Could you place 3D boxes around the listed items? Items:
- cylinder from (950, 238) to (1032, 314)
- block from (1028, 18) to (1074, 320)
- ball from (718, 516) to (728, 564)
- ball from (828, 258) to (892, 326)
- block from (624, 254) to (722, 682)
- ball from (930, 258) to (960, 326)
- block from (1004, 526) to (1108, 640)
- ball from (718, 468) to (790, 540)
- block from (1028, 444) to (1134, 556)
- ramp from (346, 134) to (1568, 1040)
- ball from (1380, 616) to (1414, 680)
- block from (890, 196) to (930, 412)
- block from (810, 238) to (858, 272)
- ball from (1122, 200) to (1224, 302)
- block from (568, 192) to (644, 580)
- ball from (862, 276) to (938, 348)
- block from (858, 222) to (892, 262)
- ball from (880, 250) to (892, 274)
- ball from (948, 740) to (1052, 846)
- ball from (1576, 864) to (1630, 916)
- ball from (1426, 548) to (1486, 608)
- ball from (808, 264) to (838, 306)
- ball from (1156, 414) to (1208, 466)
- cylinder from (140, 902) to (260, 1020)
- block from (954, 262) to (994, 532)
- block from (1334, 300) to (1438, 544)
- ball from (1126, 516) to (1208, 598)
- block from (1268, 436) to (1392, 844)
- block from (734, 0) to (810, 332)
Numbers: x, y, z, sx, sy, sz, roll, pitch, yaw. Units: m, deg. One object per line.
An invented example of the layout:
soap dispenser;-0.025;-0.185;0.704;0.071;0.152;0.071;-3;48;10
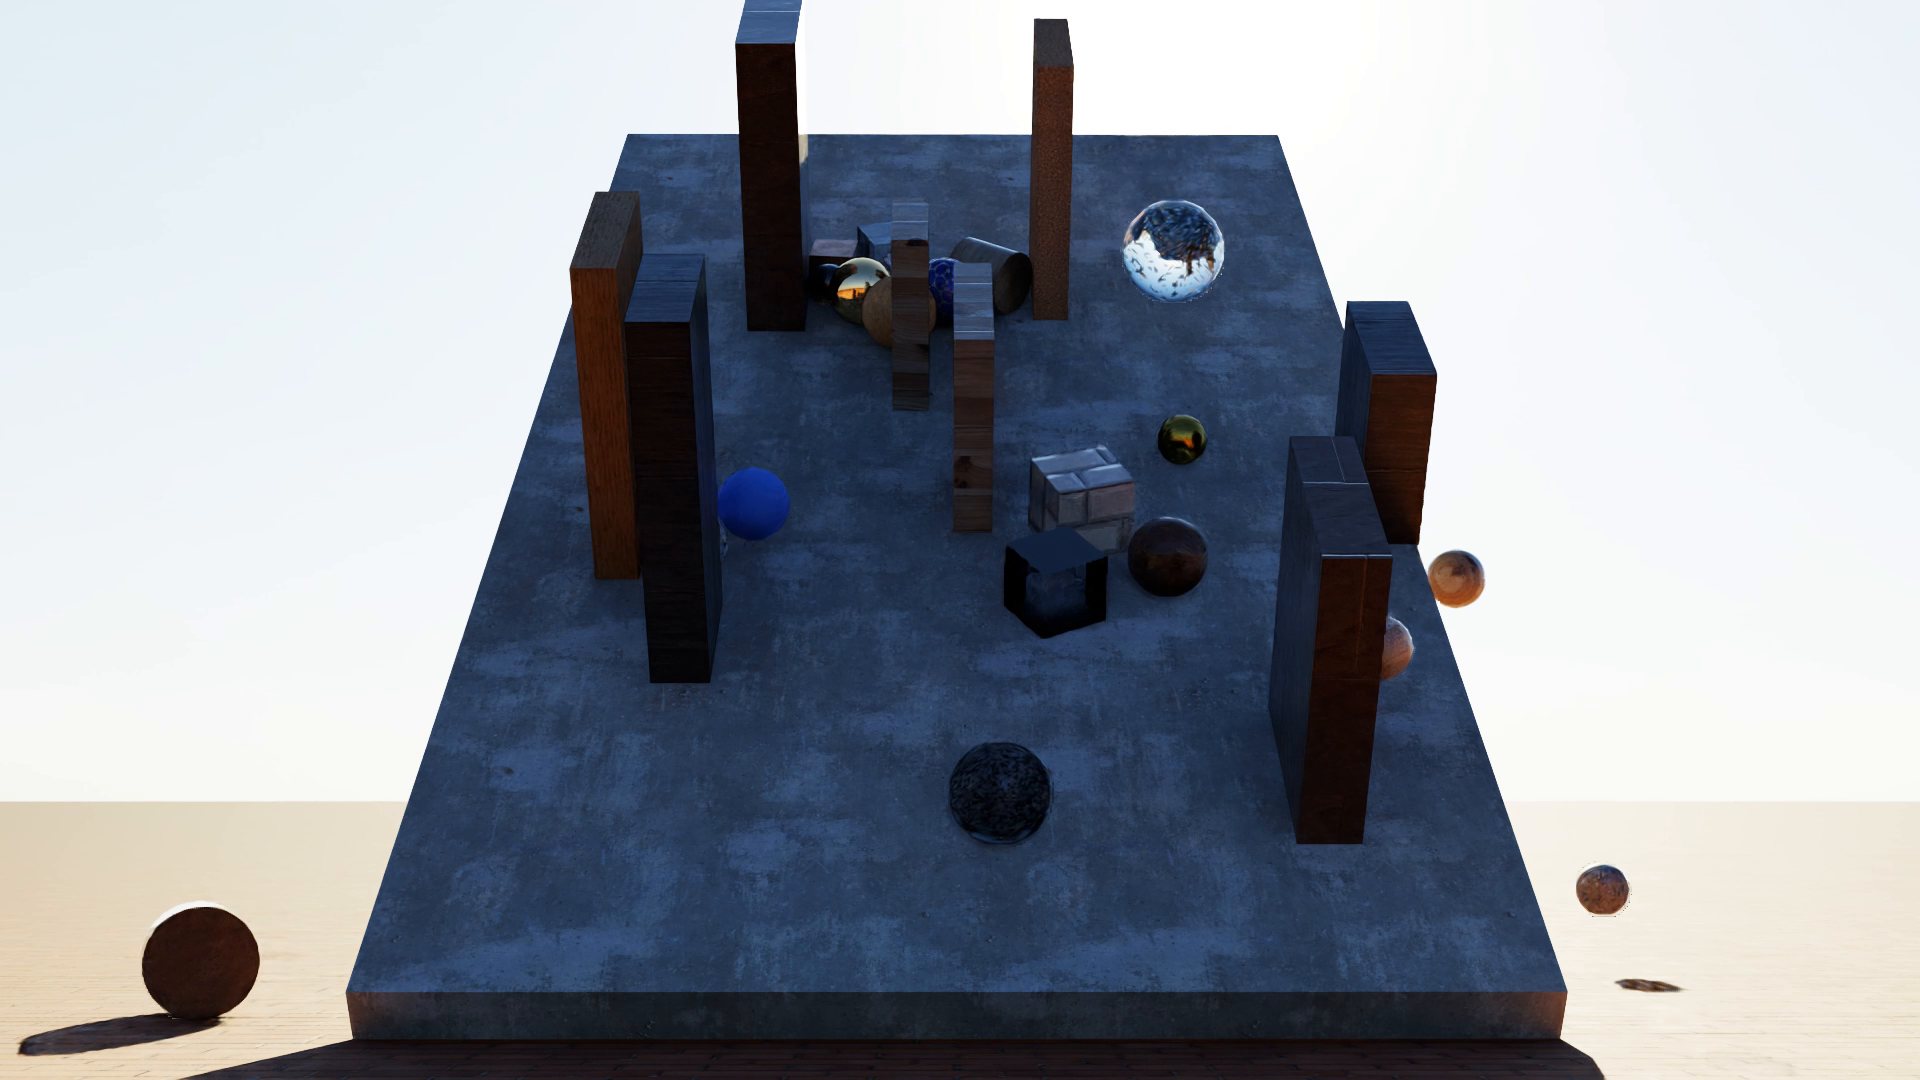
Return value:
cylinder;0.075;-0.689;6.277;0.162;0.162;0.162;22;7;32
block;0.234;-0.957;6.228;0.089;0.678;0.385;0;30;0
ball;-0.576;0.003;5.046;0.180;0.180;0.180;0;-6;0
ball;-0.250;-0.636;6.173;0.173;0.173;0.173;0;-6;0
block;-0.549;-0.134;4.684;0.118;0.778;0.312;0;30;0
ball;-0.041;-0.634;6.167;0.175;0.175;0.175;0;-6;0
block;0.195;0.085;4.937;0.151;0.151;0.151;-16;33;-26
ball;-0.439;-0.076;5.119;0.155;0.155;0.155;0;-6;0
block;0.260;-0.078;5.201;0.172;0.172;0.172;-10;31;-17
ramp;-0.013;-0.211;5.706;2.000;0.100;4.000;0;30;0
ball;0.804;0.206;4.616;0.123;0.123;0.123;0;-6;0
block;-0.117;-0.566;5.780;0.086;0.441;0.264;0;30;0
block;-0.332;-0.720;6.377;0.113;0.113;0.113;3;30;5
ball;0.408;-0.554;4.614;0.193;0.193;0.193;0;-6;0
block;-0.723;-0.327;5.088;0.092;0.710;0.408;0;30;0
ball;-0.152;-0.570;6.038;0.189;0.189;0.189;0;-6;0
block;-0.183;-0.753;6.410;0.140;0.140;0.140;-10;31;-18
ball;-0.143;-0.688;6.284;0.154;0.154;0.154;0;-6;0
ball;0.071;0.448;4.269;0.185;0.185;0.185;0;-6;0
ball;1.506;0.819;5.659;0.122;0.122;0.122;0;-6;0
ball;1.137;0.089;5.534;0.138;0.138;0.138;0;-6;0
ball;-0.341;-0.663;6.279;0.113;0.113;0.113;0;-6;0
ball;0.509;-0.230;5.524;0.116;0.116;0.116;0;-6;0
cylinder;-1.398;0.771;4.435;0.203;0.203;0.203;2;-6;-19
block;0.028;-0.317;5.323;0.085;0.464;0.403;0;30;0
block;0.926;-0.261;5.289;0.137;0.407;0.375;0;30;0
ball;0.431;0.035;5.008;0.169;0.169;0.169;0;-6;0
block;0.658;0.176;4.341;0.117;0.588;0.443;0;30;0
block;-0.470;-0.953;6.135;0.146;0.759;0.364;0;30;0
